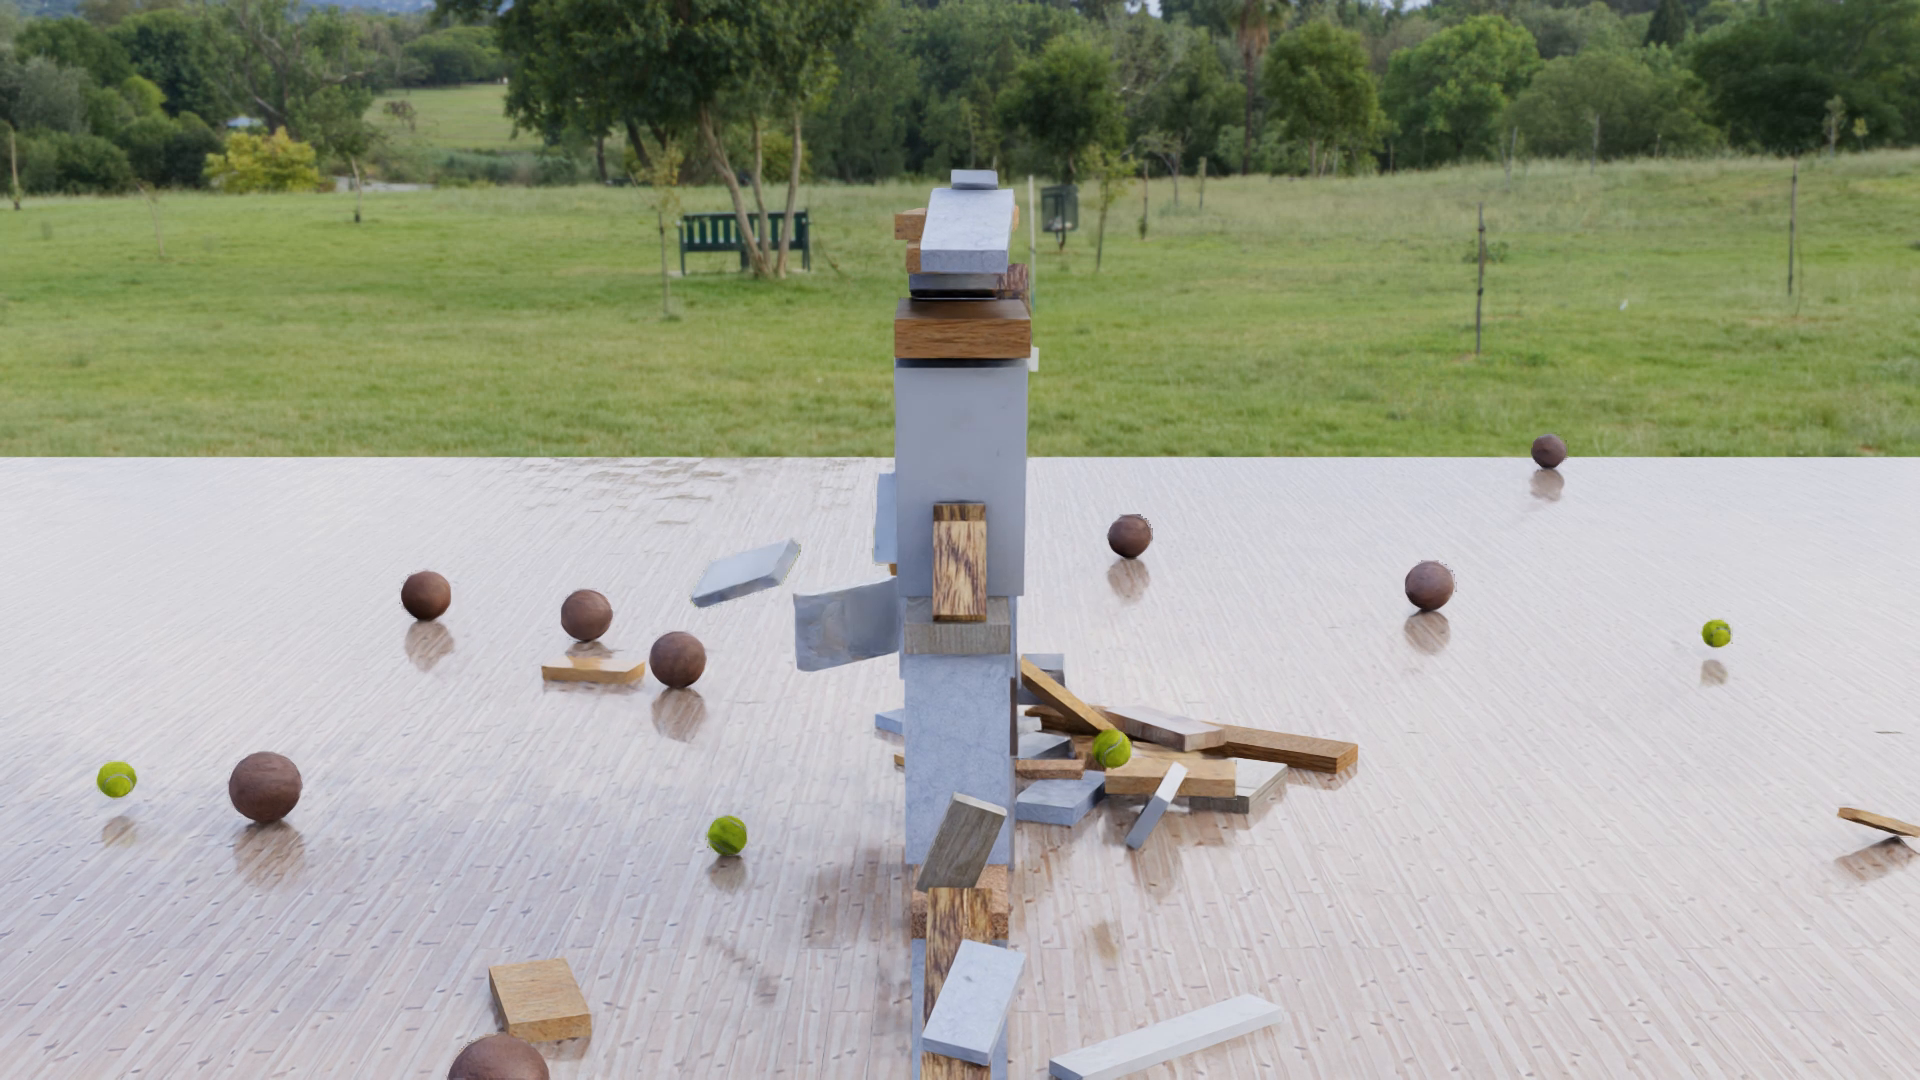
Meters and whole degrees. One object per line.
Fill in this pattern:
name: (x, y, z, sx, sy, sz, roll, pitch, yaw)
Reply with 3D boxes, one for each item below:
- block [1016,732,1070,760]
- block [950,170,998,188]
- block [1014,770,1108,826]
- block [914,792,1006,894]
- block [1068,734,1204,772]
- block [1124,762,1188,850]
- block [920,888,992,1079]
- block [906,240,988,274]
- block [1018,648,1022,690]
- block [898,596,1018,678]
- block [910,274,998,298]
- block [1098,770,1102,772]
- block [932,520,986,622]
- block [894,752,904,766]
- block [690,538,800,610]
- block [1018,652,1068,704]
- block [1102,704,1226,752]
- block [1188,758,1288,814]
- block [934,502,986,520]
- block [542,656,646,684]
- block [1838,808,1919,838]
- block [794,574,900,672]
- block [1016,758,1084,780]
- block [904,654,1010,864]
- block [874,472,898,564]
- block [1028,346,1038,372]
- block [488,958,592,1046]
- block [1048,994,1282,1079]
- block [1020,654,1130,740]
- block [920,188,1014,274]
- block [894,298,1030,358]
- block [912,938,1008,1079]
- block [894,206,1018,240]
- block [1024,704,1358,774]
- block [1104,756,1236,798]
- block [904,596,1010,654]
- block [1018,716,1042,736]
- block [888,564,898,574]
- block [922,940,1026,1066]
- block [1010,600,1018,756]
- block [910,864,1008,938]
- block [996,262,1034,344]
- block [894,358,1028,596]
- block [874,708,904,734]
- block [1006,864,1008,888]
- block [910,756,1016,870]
block: (0.140, 0.429, 4.461, 0.094, 0.027, 0.188, 7, 12, 32)
block: (0.021, -0.490, 3.091, 0.063, 0.018, 0.125, 1, -10, 2)
block: (0.196, 0.482, 4.156, 0.121, 0.034, 0.241, 4, 11, 21)
block: (0.000, 0.390, 2.778, 0.070, 0.140, 0.020, 19, 22, -8)
block: (0.349, 0.431, 4.350, 0.258, 0.034, 0.121, 6, 10, -3)
block: (0.356, 0.479, 3.976, 0.030, 0.106, 0.212, 33, 17, 7)
block: (-0.006, 0.645, 2.523, 0.081, 0.023, 0.657, 0, 37, 1)
block: (-0.011, -0.400, 3.074, 0.123, 0.035, 0.247, 0, 12, 0)
block: (0.005, 0.187, 3.749, 0.178, 0.050, 0.356, 0, 10, -2)
block: (-0.003, -0.042, 3.224, 0.175, 0.526, 0.050, 0, 24, -1)
block: (-0.007, -0.360, 3.226, 0.123, 0.035, 0.247, 0, -6, 1)
block: (0.259, 0.450, 4.376, 0.122, 0.017, 0.061, -5, 12, -27)
block: (0.000, 0.041, 2.916, 0.070, 0.140, 0.020, 0, -28, 0)
block: (-0.057, 0.447, 4.393, 0.061, 0.017, 0.159, -9, 14, -41)
block: (-0.418, 0.065, 4.268, 0.212, 0.030, 0.106, -16, 32, 34)
block: (0.076, 0.298, 4.704, 0.301, 0.043, 0.150, -1, -33, 6)
block: (0.413, 0.382, 4.484, 0.118, 0.034, 0.237, -3, 11, -41)
block: (0.536, 0.470, 4.224, 0.118, 0.034, 0.237, 5, 12, 25)
block: (0.000, 0.020, 2.975, 0.070, 0.140, 0.020, 0, 10, 0)
block: (-0.855, 0.303, 5.130, 0.212, 0.030, 0.106, 3, 11, 15)
block: (1.644, 0.505, 3.934, 0.125, 0.018, 0.063, 17, -7, -10)
block: (-0.107, 0.144, 4.488, 0.043, 0.150, 0.573, 7, 13, 44)
block: (0.168, 0.441, 4.231, 0.137, 0.019, 0.068, 0, 10, 9)
block: (-0.003, 0.287, 2.952, 0.140, 0.296, 0.040, 0, 10, 1)
block: (-0.120, -0.044, 4.285, 0.088, 0.176, 0.025, -3, -11, 30)
block: (0.024, -0.314, 3.771, 0.158, 0.045, 0.316, 2, 4, 14)
block: (-0.609, 0.665, 3.178, 0.113, 0.032, 0.227, -4, 11, -19)
block: (0.291, 0.694, 3.056, 0.378, 0.020, 0.069, -8, 13, -37)
block: (0.184, 0.304, 4.335, 0.088, 0.025, 0.518, 19, -13, 39)
block: (0.012, -0.418, 2.962, 0.113, 0.032, 0.227, 1, 29, 3)
block: (0.002, -0.291, 2.999, 0.175, 0.050, 0.350, 0, 11, -1)
block: (0.000, 0.618, 2.845, 0.123, 0.246, 0.035, 0, 11, 0)
block: (-0.002, -0.460, 3.184, 0.123, 0.035, 0.247, 3, 12, 13)
block: (0.472, 0.405, 4.575, 0.705, 0.034, 0.118, 6, 12, 30)
block: (0.398, 0.448, 4.157, 0.241, 0.034, 0.121, 1, 11, 7)
block: (-0.003, 0.104, 3.015, 0.140, 0.040, 0.280, 0, 11, 0)
block: (0.070, 0.389, 4.605, 0.094, 0.027, 0.188, -10, 6, -43)
block: (-0.050, -0.048, 4.534, 0.148, 0.042, 0.295, -3, 42, 14)
block: (0.018, 0.548, 2.614, 0.081, 0.023, 0.161, 10, 38, 14)
block: (0.007, 0.108, 3.531, 0.168, 0.473, 0.048, 0, -3, -1)
block: (0.000, 0.465, 2.900, 0.123, 0.035, 0.246, 0, 11, 0)
block: (0.040, -0.394, 3.689, 0.158, 0.045, 0.316, 0, -11, 3)
block: (0.001, -0.086, 2.981, 0.175, 0.350, 0.050, 0, 30, 0)
block: (-0.080, 0.380, 4.727, 0.188, 0.027, 0.094, -9, 14, -40)
block: (0.001, 0.565, 3.093, 0.130, 0.260, 0.037, 0, 11, 0)
block: (0.004, 0.398, 3.728, 0.178, 0.356, 0.050, 0, 26, 0)
